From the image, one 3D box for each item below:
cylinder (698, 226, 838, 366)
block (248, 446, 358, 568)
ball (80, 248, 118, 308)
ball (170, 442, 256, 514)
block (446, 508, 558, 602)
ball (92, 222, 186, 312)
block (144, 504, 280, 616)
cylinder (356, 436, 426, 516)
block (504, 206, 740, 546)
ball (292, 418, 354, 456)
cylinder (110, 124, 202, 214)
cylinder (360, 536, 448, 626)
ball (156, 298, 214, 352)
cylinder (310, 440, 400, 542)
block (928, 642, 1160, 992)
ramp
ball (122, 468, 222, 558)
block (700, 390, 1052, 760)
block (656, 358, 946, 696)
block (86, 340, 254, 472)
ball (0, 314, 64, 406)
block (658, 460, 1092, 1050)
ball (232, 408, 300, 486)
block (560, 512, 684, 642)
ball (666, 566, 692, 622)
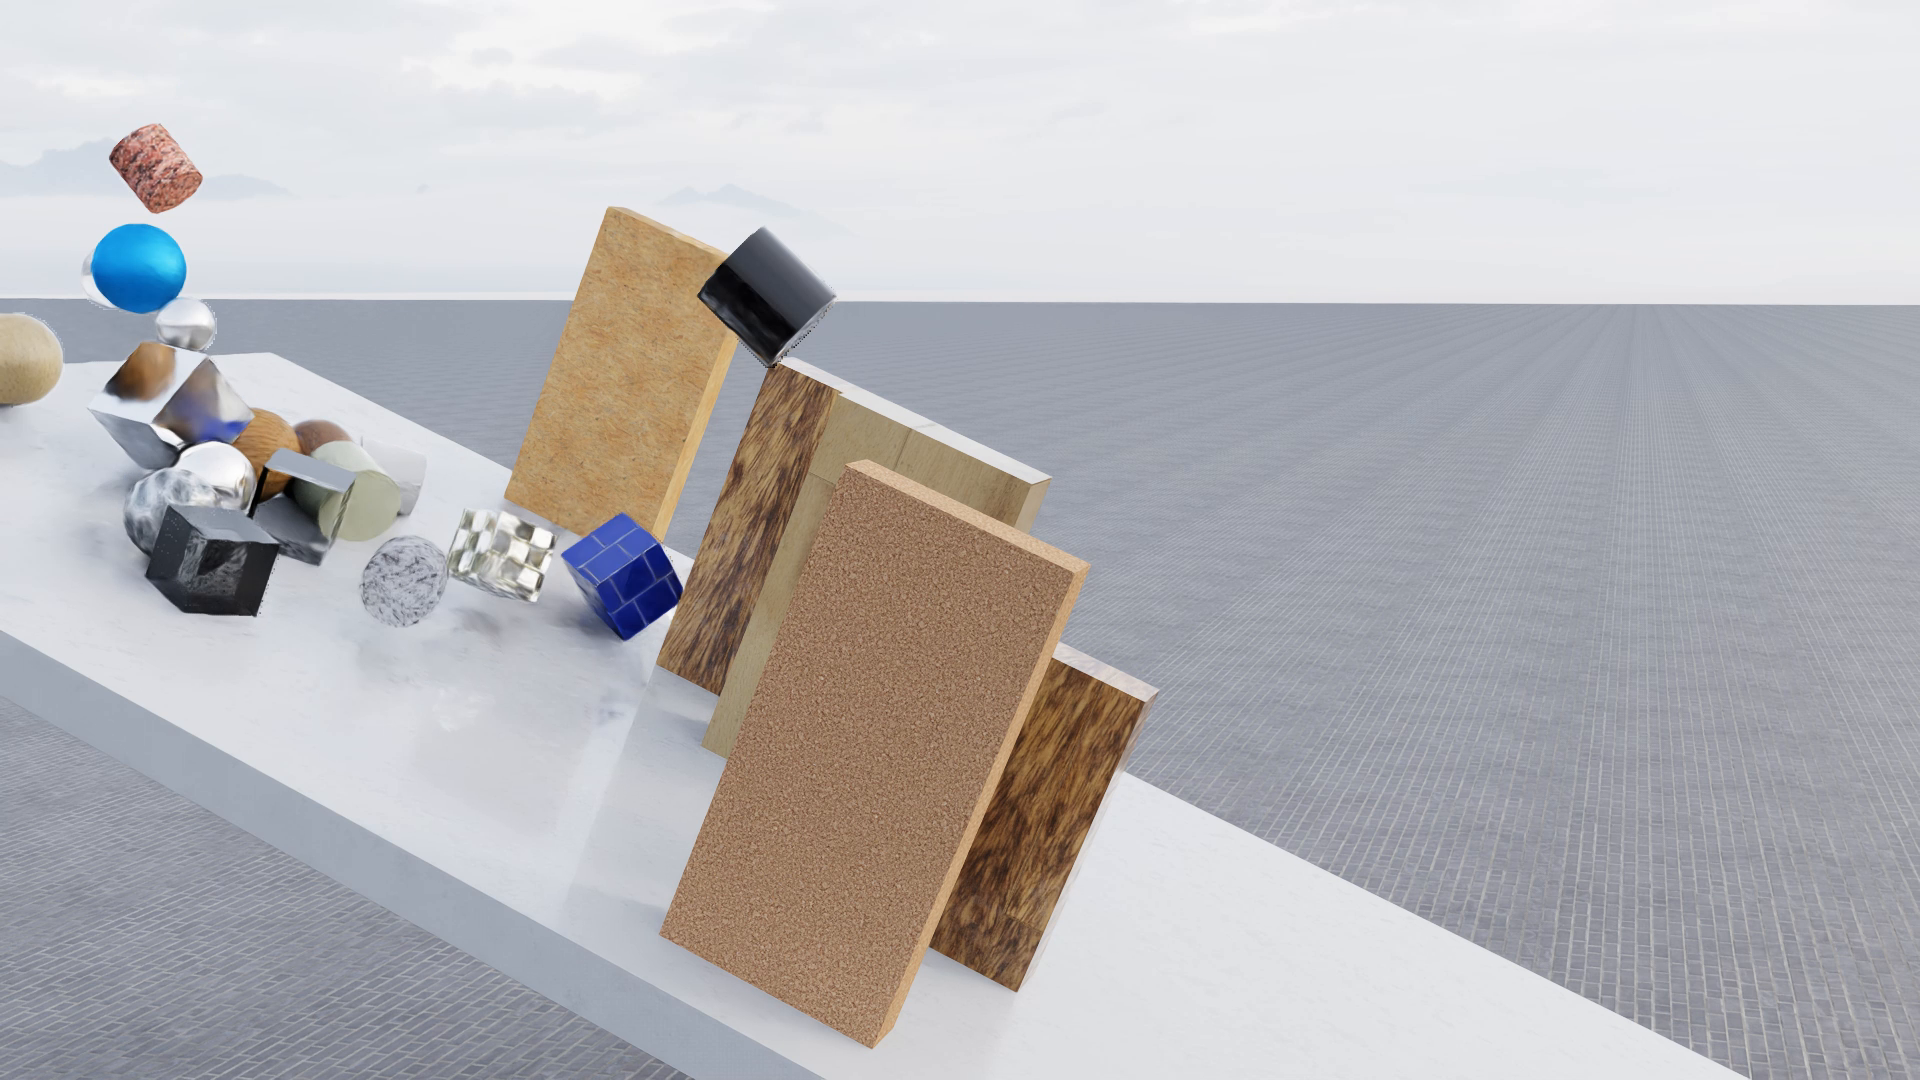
[{"bbox_3d":[-0.370,-0.469,4.226,0.190,0.190,0.190,44,7,-3],"label":"cylinder"},{"bbox_3d":[-1.295,-0.066,4.312,0.158,0.158,0.158,20,13,-11],"label":"block"},{"bbox_3d":[-1.807,-0.566,4.704,0.142,0.142,0.142,0,7,0],"label":"ball"},{"bbox_3d":[-1.437,-0.107,4.225,0.165,0.165,0.165,0,7,0],"label":"ball"},{"bbox_3d":[-0.902,0.029,4.310,0.138,0.138,0.138,5,-16,45],"label":"block"},{"bbox_3d":[-1.664,-0.551,4.459,0.181,0.181,0.181,0,7,0],"label":"ball"},{"bbox_3d":[-1.321,0.037,3.886,0.143,0.143,0.143,32,16,36],"label":"block"},{"bbox_3d":[-1.238,-0.137,4.733,0.139,0.139,0.139,17,0,-23],"label":"cylinder"},{"bbox_3d":[-0.758,-0.356,5.088,0.376,0.733,0.091,25,13,13],"label":"block"},{"bbox_3d":[-1.354,-0.174,4.628,0.167,0.167,0.167,0,7,0],"label":"ball"},{"bbox_3d":[-1.710,-0.790,4.678,0.134,0.134,0.134,-39,-3,-2],"label":"cylinder"},{"bbox_3d":[-1.018,0.074,4.032,0.143,0.143,0.143,-1,11,-7],"label":"cylinder"},{"bbox_3d":[-1.533,-0.425,4.352,0.111,0.111,0.111,0,7,0],"label":"ball"},{"bbox_3d":[-1.255,-0.101,4.519,0.159,0.159,0.159,-5,27,-34],"label":"cylinder"},{"bbox_3d":[0.067,0.432,3.691,0.333,0.547,0.112,25,13,13],"label":"block"},{"bbox_3d":[-0.296,0.519,4.188,4.000,0.100,2.000,25,13,13],"label":"ramp"},{"bbox_3d":[-1.422,-0.045,3.975,0.170,0.170,0.170,0,7,0],"label":"ball"},{"bbox_3d":[-0.160,0.137,4.104,0.397,0.726,0.144,25,13,13],"label":"block"},{"bbox_3d":[-0.326,0.014,4.437,0.349,0.677,0.121,25,13,13],"label":"block"},{"bbox_3d":[-1.554,-0.253,4.336,0.182,0.182,0.182,14,-32,29],"label":"block"},{"bbox_3d":[-1.910,-0.365,4.438,0.185,0.185,0.185,0,7,0],"label":"ball"},{"bbox_3d":[-0.135,0.319,3.271,0.373,0.789,0.097,25,13,13],"label":"block"},{"bbox_3d":[-1.436,-0.178,4.474,0.182,0.182,0.182,0,7,0],"label":"ball"},{"bbox_3d":[-0.699,0.075,4.574,0.161,0.161,0.161,-36,42,-17],"label":"block"},{"bbox_3d":[-0.555,0.129,4.682,0.148,0.148,0.148,0,7,0],"label":"ball"}]
